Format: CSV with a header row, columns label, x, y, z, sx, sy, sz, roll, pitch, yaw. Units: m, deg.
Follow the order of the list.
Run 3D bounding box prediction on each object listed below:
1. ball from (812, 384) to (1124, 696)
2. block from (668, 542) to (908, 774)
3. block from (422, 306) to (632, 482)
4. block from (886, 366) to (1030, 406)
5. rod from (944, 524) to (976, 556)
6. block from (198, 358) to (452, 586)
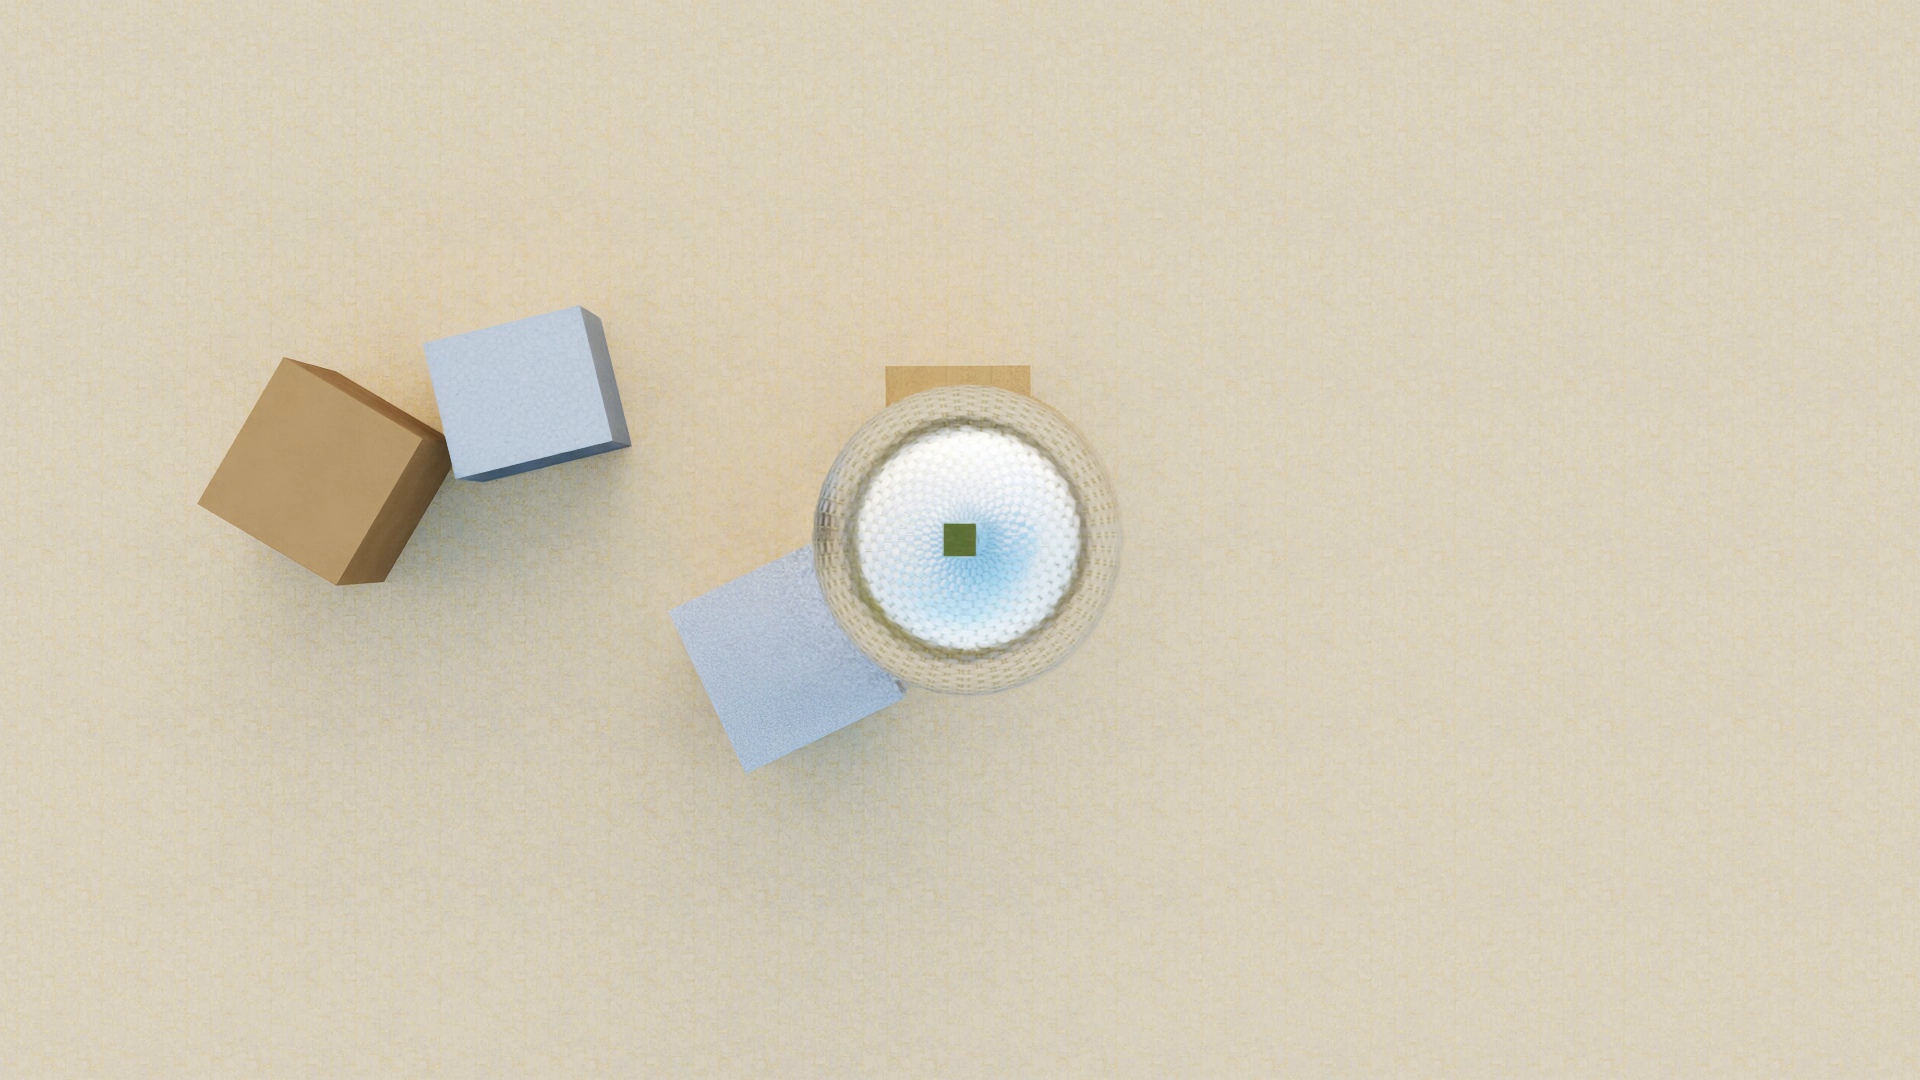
label,x,y,z,sx,sy,sz,roll,pitch,yaw
ball,0.038,0.000,11.294,1.600,1.600,1.600,0,90,0
block,-0.954,0.629,12.530,0.962,0.941,0.989,-25,90,0
block,-2.469,-0.826,12.636,0.902,0.728,0.779,-14,90,0
block,-0.010,-0.543,12.623,0.808,0.753,0.854,0,90,0
rod,0.017,0.000,7.894,0.080,5.200,0.080,0,90,0
block,-3.548,-0.375,12.499,0.879,1.001,0.931,31,90,0
